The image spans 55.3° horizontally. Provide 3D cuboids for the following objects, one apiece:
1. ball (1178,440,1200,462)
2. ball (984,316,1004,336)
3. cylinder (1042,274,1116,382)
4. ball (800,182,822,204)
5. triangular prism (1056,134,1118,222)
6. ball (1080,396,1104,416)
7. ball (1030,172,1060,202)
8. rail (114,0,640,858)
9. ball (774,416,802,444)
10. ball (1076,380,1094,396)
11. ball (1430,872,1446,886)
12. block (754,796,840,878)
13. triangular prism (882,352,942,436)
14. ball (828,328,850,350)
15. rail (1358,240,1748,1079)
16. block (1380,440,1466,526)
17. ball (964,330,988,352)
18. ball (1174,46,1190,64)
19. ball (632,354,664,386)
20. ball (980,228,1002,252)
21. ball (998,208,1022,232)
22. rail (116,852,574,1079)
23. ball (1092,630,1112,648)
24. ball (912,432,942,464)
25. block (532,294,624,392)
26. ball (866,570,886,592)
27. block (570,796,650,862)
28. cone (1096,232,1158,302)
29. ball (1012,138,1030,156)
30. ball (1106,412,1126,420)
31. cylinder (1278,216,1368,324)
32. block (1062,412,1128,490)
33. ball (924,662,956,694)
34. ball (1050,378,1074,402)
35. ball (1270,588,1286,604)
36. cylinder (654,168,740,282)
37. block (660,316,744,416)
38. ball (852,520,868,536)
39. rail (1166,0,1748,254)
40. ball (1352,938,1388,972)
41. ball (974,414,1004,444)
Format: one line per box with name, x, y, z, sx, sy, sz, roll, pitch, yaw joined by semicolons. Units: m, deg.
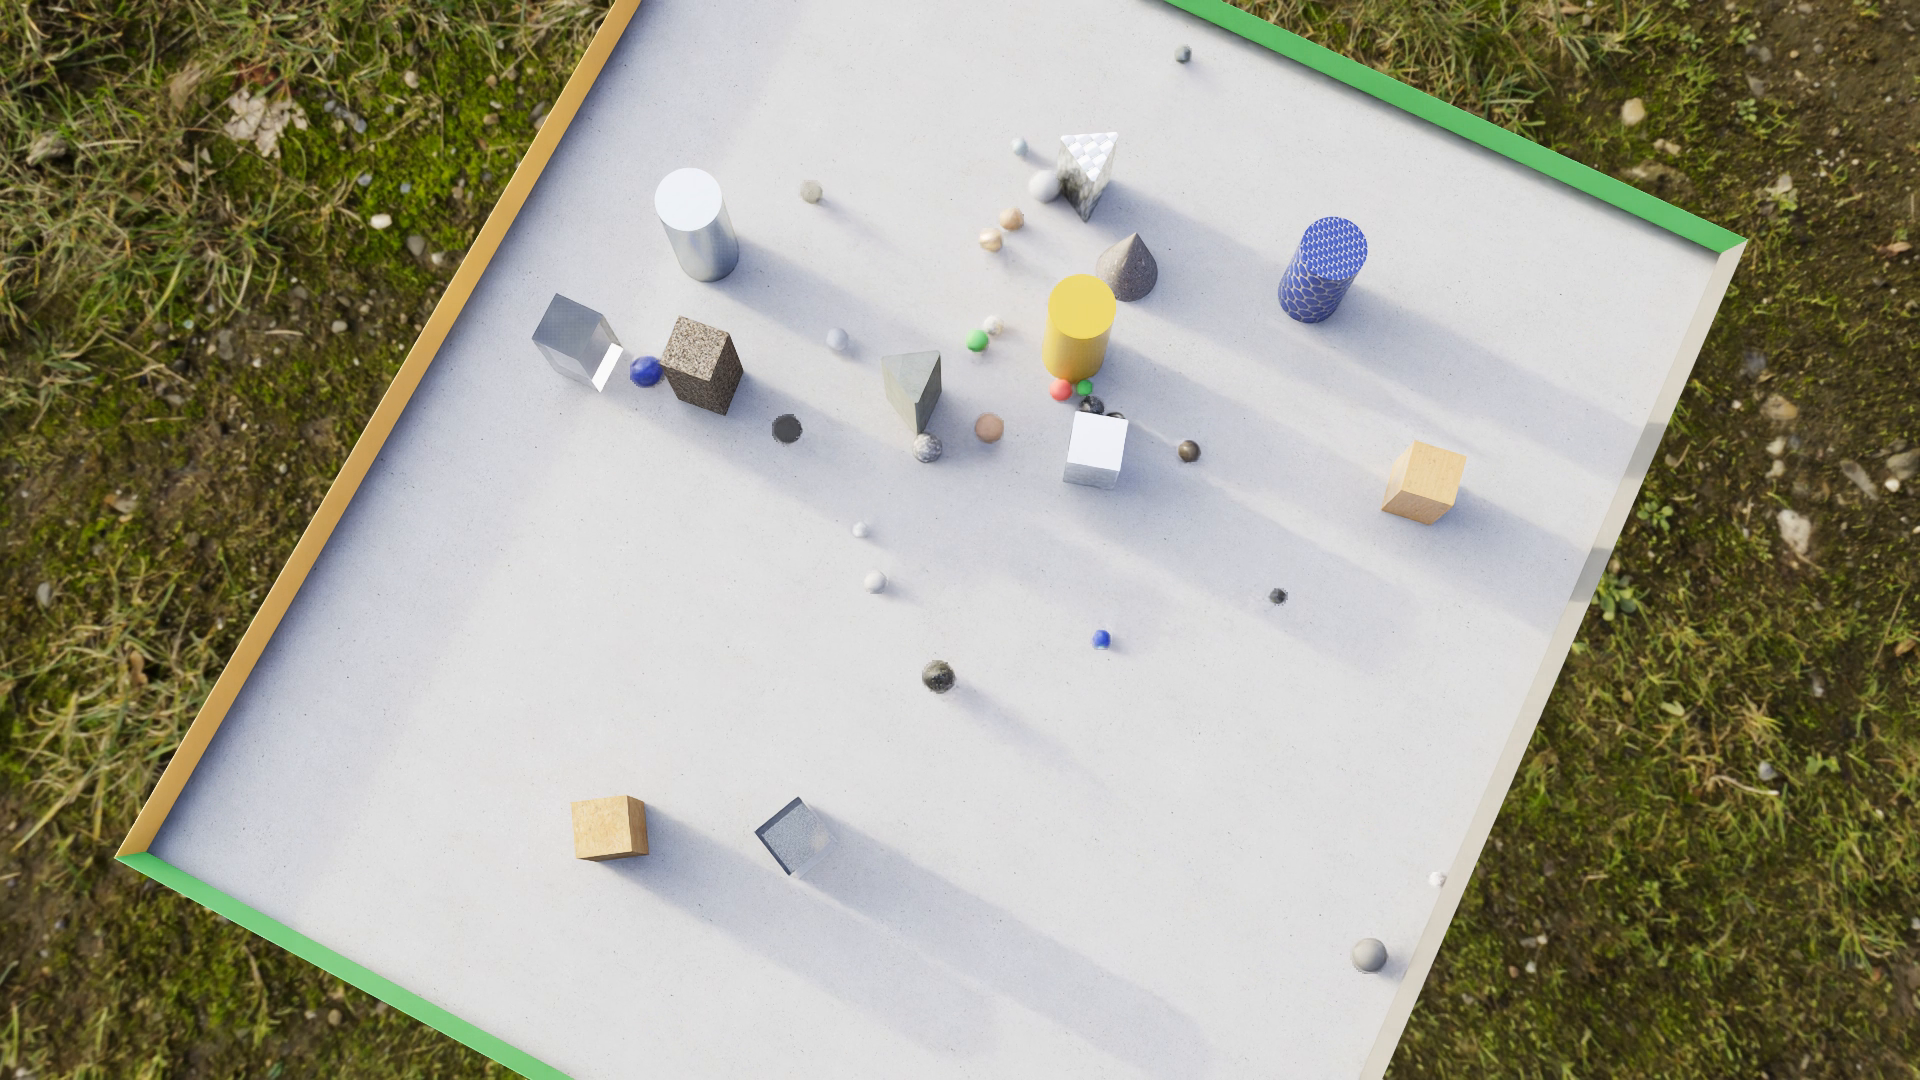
ball;0.704;-0.276;5.640;0.067;0.067;0.067;0;78;0
ball;0.104;-0.671;5.723;0.063;0.063;0.063;0;78;0
cylinder;0.354;-0.631;5.521;0.197;0.444;0.197;0;78;0
ball;-0.471;-1.100;5.809;0.069;0.069;0.069;0;78;0
triangular prism;0.414;-1.151;5.682;0.148;0.339;0.171;-33;80;-6
ball;0.407;-0.407;5.663;0.074;0.074;0.074;0;78;0
ball;0.269;-1.116;5.798;0.097;0.097;0.097;0;78;0
rail;-1.557;-0.755;5.706;0.045;0.128;3.876;26;80;5
ball;-0.530;-0.338;5.643;0.085;0.085;0.085;0;78;0
ball;0.388;-0.473;5.689;0.051;0.051;0.051;0;78;0
ball;1.402;0.996;5.387;0.046;0.046;0.046;0;78;0
block;-0.465;0.859;5.276;0.158;0.318;0.158;-39;81;-7
triangular prism;-0.118;-0.465;5.510;0.148;0.398;0.171;-36;81;-7
ball;-0.380;-0.625;5.711;0.068;0.068;0.068;0;78;0
rail;1.557;0.769;5.391;0.045;0.128;3.876;26;80;5
block;1.392;-0.169;5.513;0.158;0.271;0.158;18;79;4
ball;0.051;-0.622;5.709;0.070;0.070;0.070;0;78;0
ball;0.717;-1.566;5.913;0.054;0.054;0.054;0;78;0
ball;-0.968;-0.525;5.675;0.097;0.097;0.097;0;78;0
ball;0.098;-0.942;5.773;0.075;0.075;0.075;0;78;0
ball;0.159;-1.013;5.789;0.073;0.073;0.073;0;78;0
rail;-0.856;1.684;5.202;3.529;0.128;0.045;26;80;5
ball;0.428;0.298;5.526;0.057;0.057;0.057;0;78;0
ball;-0.101;-0.282;5.626;0.095;0.095;0.095;0;78;0
block;-1.159;-0.596;5.571;0.158;0.331;0.158;25;79;5
ball;-0.255;0.124;5.558;0.065;0.065;0.065;0;78;0
block;-1.008;0.835;5.294;0.158;0.294;0.158;-7;78;-2
cone;0.526;-0.882;5.623;0.197;0.344;0.197;0;78;0
ball;0.194;-1.253;5.849;0.053;0.053;0.053;0;78;0
ball;0.477;-0.356;5.649;0.080;0.080;0.080;0;78;0
cylinder;1.100;-0.817;5.581;0.197;0.400;0.197;0;78;0
block;0.407;-0.267;5.542;0.158;0.254;0.158;10;78;2
ball;-0.060;0.413;5.483;0.094;0.094;0.094;0;78;0
ball;0.315;-0.464;5.677;0.070;0.070;0.070;0;78;0
ball;0.962;0.172;5.556;0.049;0.049;0.049;0;78;0
cylinder;-0.796;-0.954;5.588;0.197;0.442;0.197;0;78;0
block;-0.776;-0.522;5.533;0.158;0.376;0.158;20;79;4
ball;-0.303;-0.034;5.599;0.048;0.048;0.048;0;78;0
rail;0.856;-1.670;5.896;3.529;0.128;0.045;26;80;5
ball;1.190;1.204;5.317;0.099;0.099;0.099;0;78;0
ball;0.089;-0.342;5.642;0.089;0.089;0.089;0;78;0
